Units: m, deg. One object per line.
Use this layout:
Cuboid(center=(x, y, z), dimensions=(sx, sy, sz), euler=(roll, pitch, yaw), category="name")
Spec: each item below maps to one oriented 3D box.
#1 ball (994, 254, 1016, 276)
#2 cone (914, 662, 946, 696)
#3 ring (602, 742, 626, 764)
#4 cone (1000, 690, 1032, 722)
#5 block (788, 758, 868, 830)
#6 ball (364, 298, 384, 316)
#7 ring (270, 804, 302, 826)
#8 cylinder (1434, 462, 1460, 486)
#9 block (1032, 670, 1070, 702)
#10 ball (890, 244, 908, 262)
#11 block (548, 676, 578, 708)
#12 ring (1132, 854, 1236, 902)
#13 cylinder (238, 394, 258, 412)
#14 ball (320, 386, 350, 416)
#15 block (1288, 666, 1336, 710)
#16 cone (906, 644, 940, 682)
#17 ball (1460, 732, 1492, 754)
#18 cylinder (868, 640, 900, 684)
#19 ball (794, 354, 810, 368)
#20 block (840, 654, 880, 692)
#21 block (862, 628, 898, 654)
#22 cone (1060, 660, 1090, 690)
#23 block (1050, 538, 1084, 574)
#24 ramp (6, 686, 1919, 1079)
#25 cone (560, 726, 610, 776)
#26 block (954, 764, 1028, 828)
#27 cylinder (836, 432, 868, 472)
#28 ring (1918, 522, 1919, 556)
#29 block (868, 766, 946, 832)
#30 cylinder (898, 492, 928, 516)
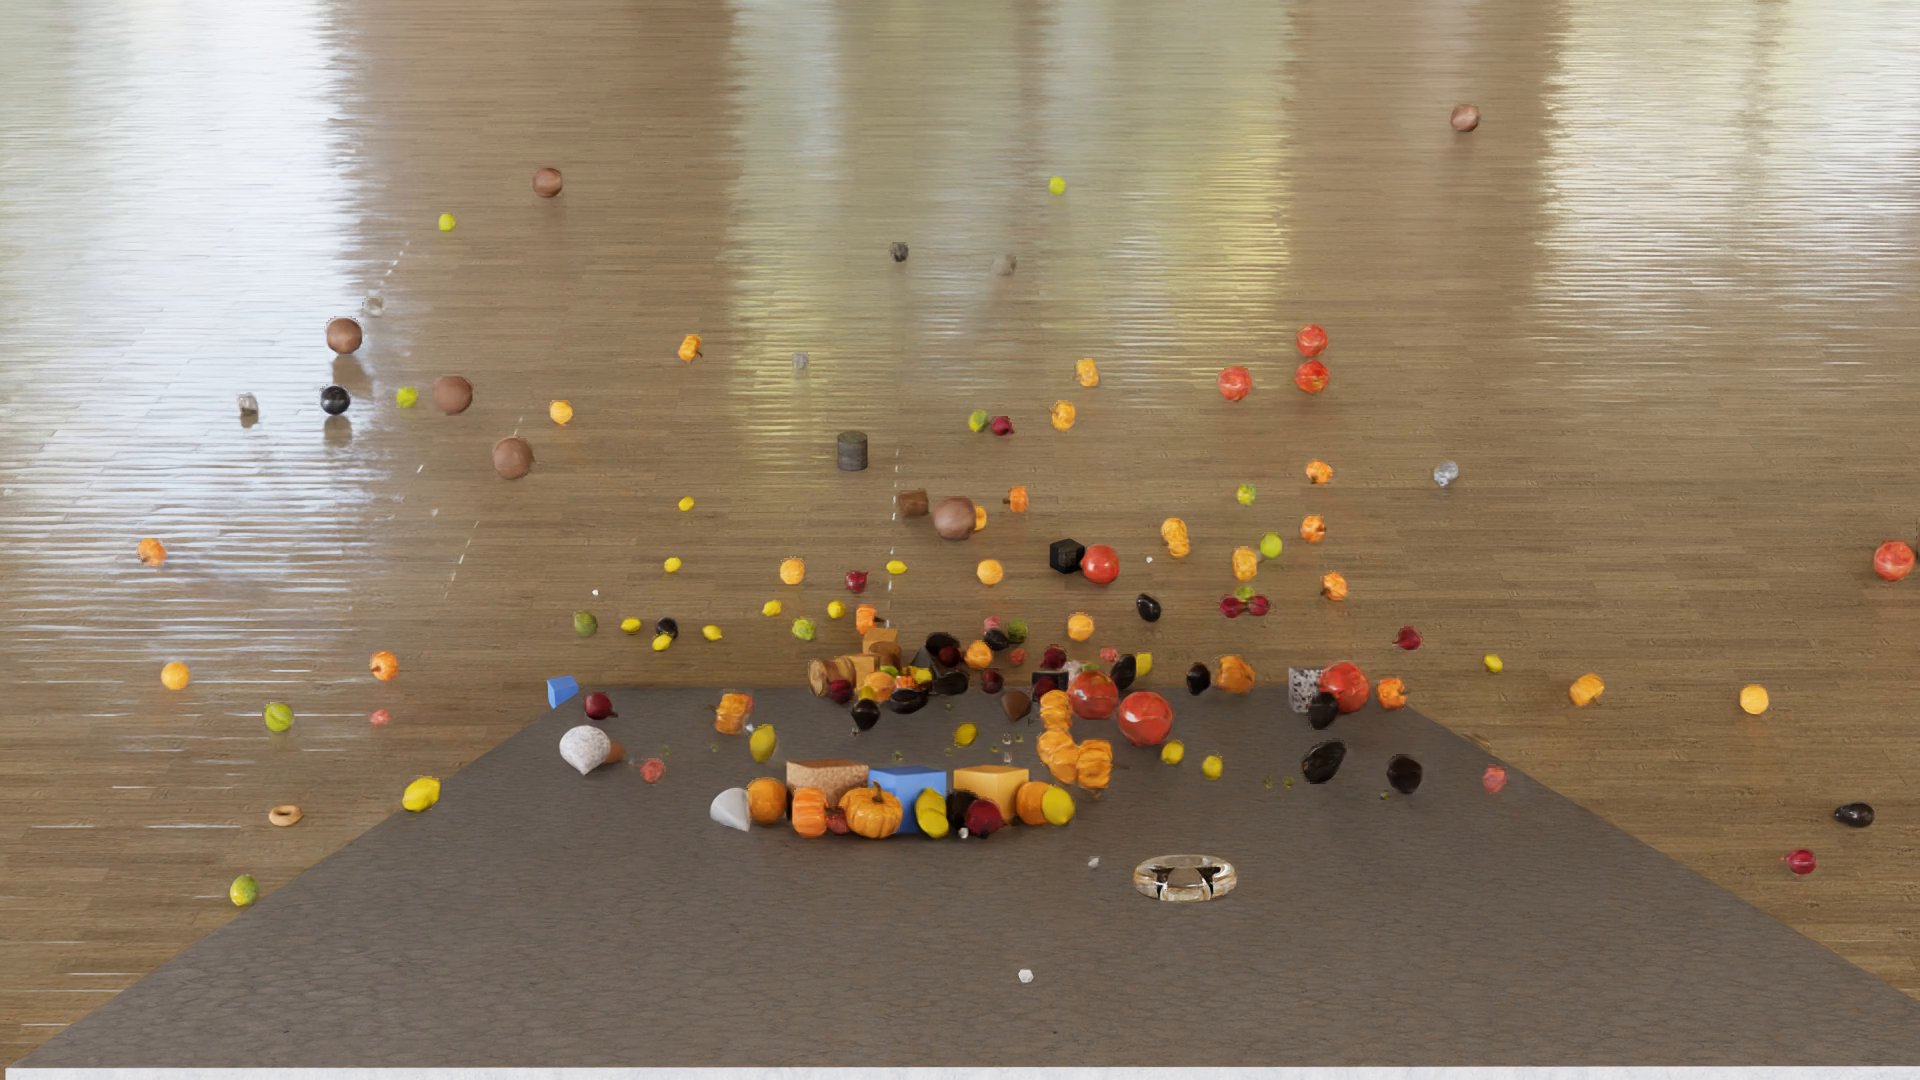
Cuboid(center=(0.172, -1.056, 9.890), dimensions=(0.084, 0.084, 0.084), euler=(0, 24, 0), category="ball")
Cuboid(center=(-0.071, 0.341, 6.327), dimensions=(0.080, 0.080, 0.080), euler=(0, 2, 0), category="cone")
Cuboid(center=(-0.704, 0.412, 4.993), dimensions=(0.111, 0.037, 0.111), euler=(-1, 3, 0), category="ring")
Cuboid(center=(0.121, 0.386, 5.745), dimensions=(0.072, 0.072, 0.072), euler=(2, 35, 4), category="cone")
Cuboid(center=(-0.215, 0.411, 4.173), dimensions=(0.099, 0.099, 0.099), euler=(-1, 2, -28), category="block")
Cuboid(center=(-2.149, -0.856, 9.456), dimensions=(0.070, 0.070, 0.070), euler=(0, 24, 0), category="ball")
Cuboid(center=(-1.599, 0.653, 6.108), dimensions=(0.077, 0.026, 0.077), euler=(0, 25, 0), category="ring")
Cuboid(center=(1.508, -0.207, 7.986), dimensions=(0.055, 0.055, 0.055), euler=(-34, 38, -28), category="cylinder")
Cuboid(center=(0.217, 0.351, 6.177), dimensions=(0.069, 0.069, 0.069), euler=(1, 2, 24), category="block")
Cuboid(center=(-0.237, -1.123, 10.058), dimensions=(0.071, 0.071, 0.071), euler=(0, 24, 0), category="ball")
Cuboid(center=(-1.022, 0.396, 6.638), dimensions=(0.064, 0.064, 0.064), euler=(-10, 26, -22), category="block")
Cuboid(center=(0.307, 0.461, 3.518), dimensions=(0.143, 0.048, 0.143), euler=(-1, 3, 0), category="ring")
Cuboid(center=(-2.371, -0.456, 8.573), dimensions=(0.053, 0.053, 0.053), euler=(-13, 27, -26), category="cylinder")
Cuboid(center=(-2.071, -0.462, 8.531), dimensions=(0.099, 0.099, 0.099), euler=(0, 24, 0), category="ball")
Cuboid(center=(0.818, 0.345, 5.985), dimensions=(0.096, 0.096, 0.096), euler=(0, 2, 0), category="block")
Cuboid(center=(-0.099, 0.313, 6.789), dimensions=(0.093, 0.093, 0.093), euler=(0, 24, 0), category="cone")
Cuboid(center=(1.252, 0.520, 6.315), dimensions=(0.099, 0.099, 0.099), euler=(0, 24, 0), category="ball")
Cuboid(center=(-0.198, 0.322, 6.781), dimensions=(0.084, 0.084, 0.084), euler=(0, 24, 0), category="cylinder")
Cuboid(center=(-0.551, -0.621, 8.946), dimensions=(0.054, 0.054, 0.054), euler=(0, 24, 0), category="ball")
Cuboid(center=(-0.250, 0.333, 6.453), dimensions=(0.087, 0.087, 0.087), euler=(0, 2, 8), category="block")
Cuboid(center=(-0.211, 0.289, 6.860), dimensions=(0.080, 0.080, 0.080), euler=(4, 24, 8), category="block")
Cuboid(center=(0.296, 0.357, 6.486), dimensions=(0.078, 0.078, 0.078), euler=(-4, 29, -9), category="cone")
Cuboid(center=(0.308, 0.047, 7.417), dimensions=(0.071, 0.071, 0.071), euler=(-16, 29, -32), category="block")
Cuboid(center=(0.055, 0.497, 4.545), dimensions=(2.000, 0.100, 4.000), euler=(0, 2, 0), category="ramp")
Cuboid(center=(-0.704, 0.415, 4.835), dimensions=(0.096, 0.096, 0.096), euler=(-3, 29, -7), category="cone")
Cuboid(center=(0.051, 0.416, 4.188), dimensions=(0.087, 0.087, 0.087), euler=(2, 3, 37), category="block")
Cuboid(center=(-0.339, -0.280, 8.123), dimensions=(0.096, 0.096, 0.096), euler=(0, 24, 0), category="cylinder")
Cuboid(center=(2.800, -0.006, 7.452), dimensions=(0.048, 0.143, 0.143), euler=(1, 23, 16), category="ring")
Cuboid(center=(-0.085, 0.416, 4.140), dimensions=(0.091, 0.091, 0.091), euler=(-1, 2, -30), category="block")
Cuboid(center=(-0.140, -0.109, 7.766), dimensions=(0.073, 0.073, 0.073), euler=(-5, 24, -16), category="cylinder")
